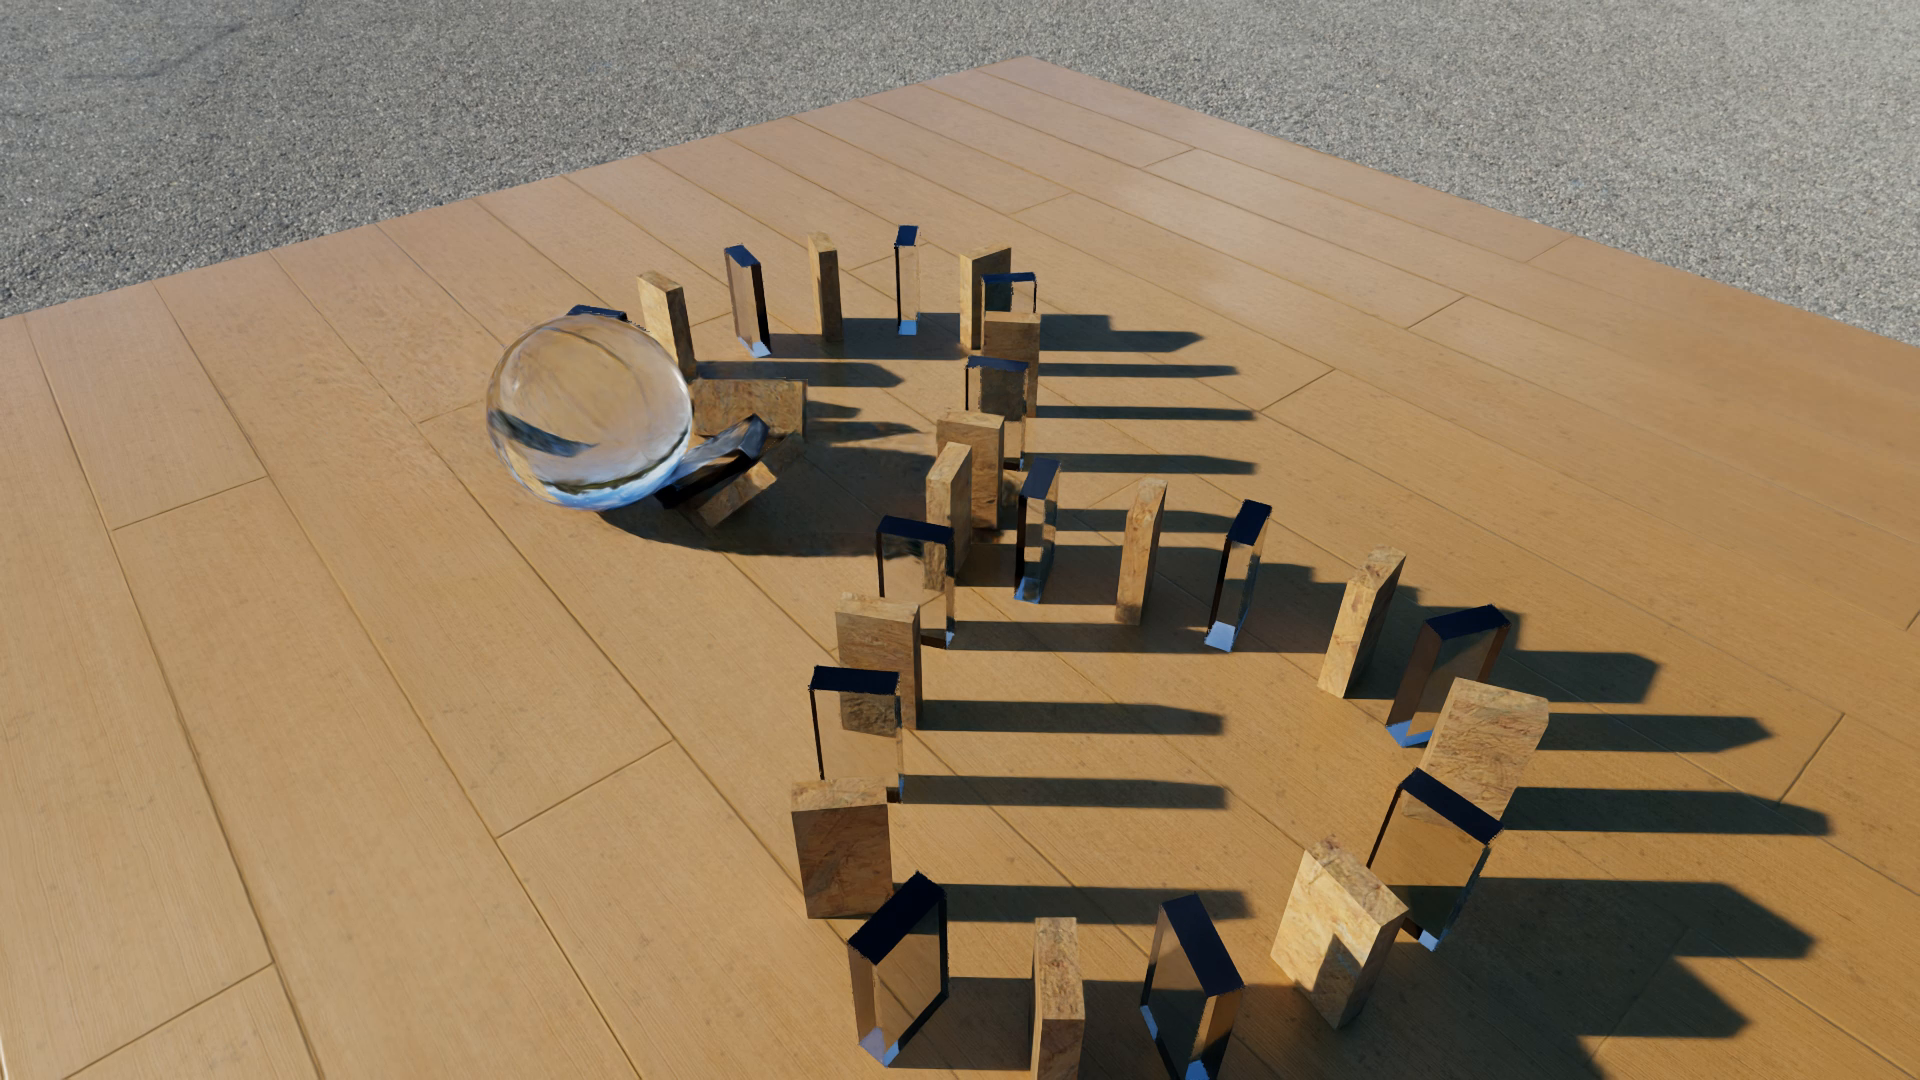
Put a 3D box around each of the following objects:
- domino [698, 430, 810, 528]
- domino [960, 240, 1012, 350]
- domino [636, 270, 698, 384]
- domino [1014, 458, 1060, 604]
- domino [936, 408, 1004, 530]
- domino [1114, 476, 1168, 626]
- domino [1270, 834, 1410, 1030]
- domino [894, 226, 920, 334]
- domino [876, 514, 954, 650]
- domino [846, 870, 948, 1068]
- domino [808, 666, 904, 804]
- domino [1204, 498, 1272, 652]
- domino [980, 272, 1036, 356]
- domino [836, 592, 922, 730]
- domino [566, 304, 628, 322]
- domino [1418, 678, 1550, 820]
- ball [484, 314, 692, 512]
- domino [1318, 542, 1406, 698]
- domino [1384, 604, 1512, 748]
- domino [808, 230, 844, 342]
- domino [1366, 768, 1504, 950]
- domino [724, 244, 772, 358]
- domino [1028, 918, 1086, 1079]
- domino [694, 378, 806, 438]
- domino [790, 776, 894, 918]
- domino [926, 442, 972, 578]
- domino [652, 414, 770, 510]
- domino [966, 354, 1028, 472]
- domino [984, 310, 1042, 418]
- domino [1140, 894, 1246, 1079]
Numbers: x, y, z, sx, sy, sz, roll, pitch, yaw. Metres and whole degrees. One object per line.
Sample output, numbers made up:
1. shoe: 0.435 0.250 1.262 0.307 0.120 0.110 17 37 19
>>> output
1. domino: -0.084 -0.025 0.446 0.050 0.009 0.025 -29 16 42
2. domino: 0.013 -0.125 0.564 0.025 0.050 0.010 -25 46 -28
3. domino: -0.143 -0.104 0.538 0.025 0.050 0.009 32 49 33
4. domino: 0.029 -0.003 0.415 0.009 0.050 0.025 11 41 13
5. domino: 0.004 -0.028 0.446 0.025 0.050 0.009 10 40 12
6. domino: 0.067 0.004 0.406 0.010 0.050 0.025 12 41 15
7. domino: 0.097 0.103 0.286 0.009 0.050 0.025 -20 43 -23
8. domino: -0.027 -0.136 0.578 0.010 0.050 0.025 2 39 3
9. domino: -0.016 0.016 0.392 0.025 0.050 0.009 11 41 13
10. domino: -0.015 0.109 0.278 0.010 0.050 0.025 28 47 30
11. domino: -0.031 0.060 0.338 0.025 0.050 0.010 4 39 5
12. domino: 0.100 0.013 0.395 0.010 0.050 0.025 18 43 21
13. domino: 0.024 -0.106 0.541 0.025 0.050 0.009 -5 40 -6
14. domino: -0.026 0.040 0.362 0.025 0.050 0.010 8 40 10
15. domino: -0.165 -0.083 0.513 0.025 0.050 0.009 11 41 13
16. domino: 0.156 0.065 0.332 0.025 0.050 0.009 13 41 15
17. ball: -0.150 -0.051 0.448 0.080 0.080 0.080 0 39 0
18. domino: 0.138 0.028 0.377 0.010 0.050 0.025 27 47 29
19. domino: 0.158 0.045 0.357 0.025 0.050 0.010 -11 41 -13
20. domino: -0.070 -0.132 0.573 0.010 0.050 0.025 -12 41 -14
21. domino: 0.128 0.089 0.303 0.009 0.050 0.025 -29 47 -31
22. domino: -0.108 -0.121 0.559 0.010 0.050 0.025 -20 44 -23
23. domino: 0.023 0.117 0.268 0.010 0.050 0.025 0 39 0
24. domino: -0.096 -0.061 0.504 0.050 0.025 0.010 2 11 2
25. domino: -0.032 0.086 0.306 0.025 0.050 0.010 -4 39 -4
26. domino: -0.004 -0.010 0.423 0.009 0.050 0.025 12 41 14
27. domino: -0.105 -0.033 0.463 0.050 0.010 0.025 -24 31 26
28. domino: 0.016 -0.055 0.478 0.025 0.050 0.010 9 40 11
29. domino: 0.024 -0.081 0.510 0.025 0.050 0.009 4 39 4
30. domino: 0.057 0.114 0.273 0.010 0.050 0.025 -11 41 -13
